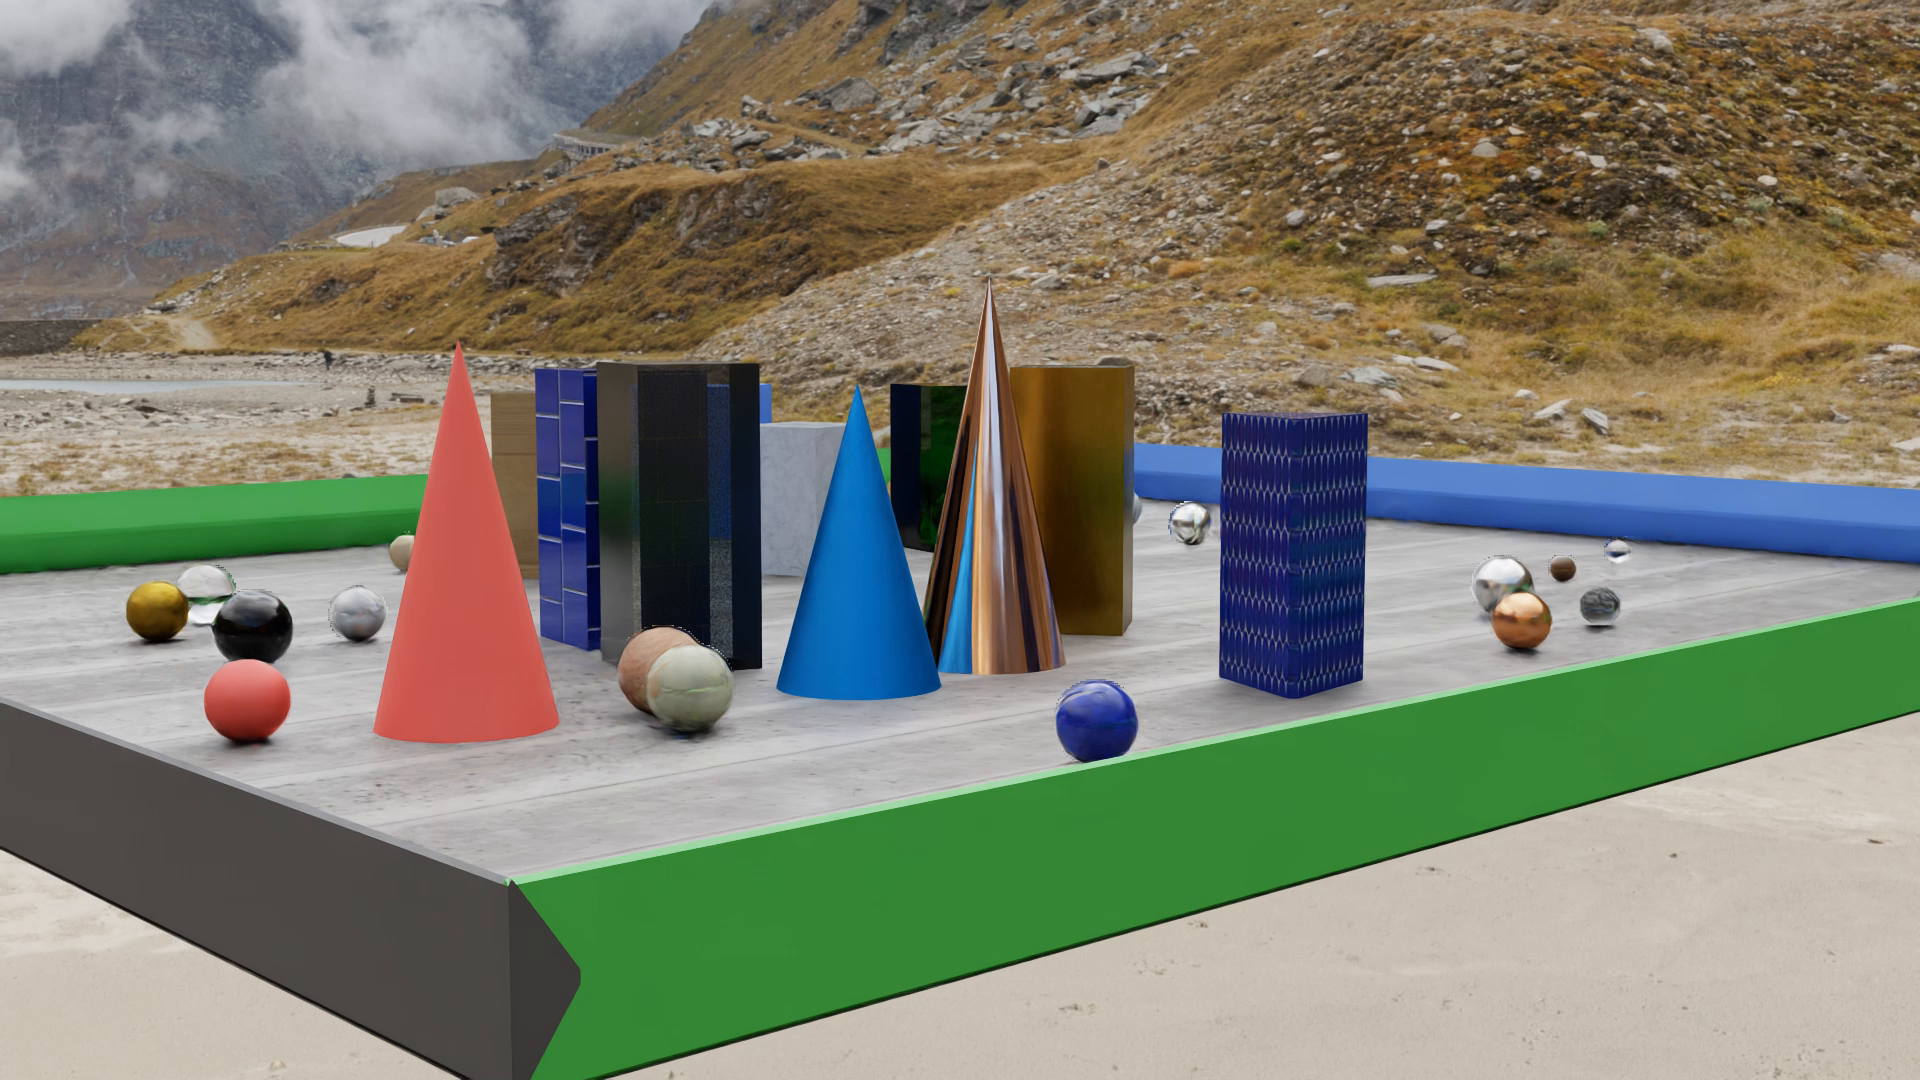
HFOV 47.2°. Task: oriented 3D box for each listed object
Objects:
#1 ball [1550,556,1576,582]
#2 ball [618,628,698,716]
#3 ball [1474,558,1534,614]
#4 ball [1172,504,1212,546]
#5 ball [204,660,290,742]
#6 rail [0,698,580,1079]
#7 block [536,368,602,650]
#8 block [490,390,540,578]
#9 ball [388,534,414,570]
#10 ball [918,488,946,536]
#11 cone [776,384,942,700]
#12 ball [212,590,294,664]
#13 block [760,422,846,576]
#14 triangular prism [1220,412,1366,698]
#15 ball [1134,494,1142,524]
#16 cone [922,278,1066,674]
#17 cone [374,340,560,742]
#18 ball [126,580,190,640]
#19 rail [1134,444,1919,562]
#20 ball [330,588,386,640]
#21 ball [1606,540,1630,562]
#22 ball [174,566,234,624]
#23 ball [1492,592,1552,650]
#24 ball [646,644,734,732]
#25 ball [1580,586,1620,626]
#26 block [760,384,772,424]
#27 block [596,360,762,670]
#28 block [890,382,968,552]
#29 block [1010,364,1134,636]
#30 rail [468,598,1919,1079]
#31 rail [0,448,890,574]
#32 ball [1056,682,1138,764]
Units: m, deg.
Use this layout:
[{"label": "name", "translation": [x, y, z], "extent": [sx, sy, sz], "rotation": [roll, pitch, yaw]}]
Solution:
[{"label": "ball", "translation": [0.991, 0.048, 3.614], "extent": [0.041, 0.041, 0.041], "rotation": [0, 6, 0]}, {"label": "ball", "translation": [-0.326, 0.145, 2.416], "extent": [0.098, 0.098, 0.098], "rotation": [0, 6, 0]}, {"label": "ball", "translation": [0.792, 0.069, 3.203], "extent": [0.086, 0.086, 0.086], "rotation": [0, 6, 0]}, {"label": "ball", "translation": [0.440, -0.029, 4.175], "extent": [0.079, 0.079, 0.079], "rotation": [0, 6, 0]}, {"label": "ball", "translation": [-0.736, 0.166, 2.272], "extent": [0.086, 0.086, 0.086], "rotation": [0, 6, 0]}, {"label": "rail", "translation": [-1.172, 0.146, 2.256], "extent": [0.045, 0.127, 2.769], "rotation": [-5, 8, -42]}, {"label": "block", "translation": [-0.466, -0.048, 2.973], "extent": [0.157, 0.366, 0.157], "rotation": [-4, 7, -34]}, {"label": "block", "translation": [-0.696, -0.097, 3.723], "extent": [0.157, 0.307, 0.157], "rotation": [0, 6, 0]}, {"label": "ball", "translation": [-0.945, 0.022, 3.764], "extent": [0.063, 0.063, 0.063], "rotation": [0, 6, 0]}, {"label": "ball", "translation": [-0.037, -0.055, 4.288], "extent": [0.094, 0.094, 0.094], "rotation": [0, 6, 0]}, {"label": "cone", "translation": [-0.120, -0.006, 2.597], "extent": [0.196, 0.361, 0.196], "rotation": [0, 6, 0]}, {"label": "ball", "translation": [-0.882, 0.112, 2.744], "extent": [0.096, 0.096, 0.096], "rotation": [0, 6, 0]}, {"label": "block", "translation": [-0.265, -0.073, 3.768], "extent": [0.157, 0.250, 0.157], "rotation": [4, 7, 32]}, {"label": "triangular prism", "translation": [0.376, 0.011, 2.622], "extent": [0.147, 0.322, 0.170], "rotation": [5, 8, 37]}, {"label": "ball", "translation": [0.338, -0.065, 4.534], "extent": [0.075, 0.075, 0.075], "rotation": [0, 6, 0]}, {"label": "cone", "translation": [0.037, -0.087, 2.767], "extent": [0.196, 0.486, 0.196], "rotation": [0, 6, 0]}, {"label": "cone", "translation": [-0.530, -0.007, 2.345], "extent": [0.196, 0.415, 0.196], "rotation": [0, 6, 0]}, {"label": "ball", "translation": [-1.083, 0.096, 2.968], "extent": [0.081, 0.081, 0.081], "rotation": [0, 6, 0]}, {"label": "rail", "translation": [1.172, -0.079, 4.408], "extent": [0.045, 0.127, 2.769], "rotation": [-5, 8, -42]}, {"label": "ball", "translation": [-0.812, 0.100, 2.969], "extent": [0.072, 0.072, 0.072], "rotation": [0, 6, 0]}, {"label": "ball", "translation": [1.163, 0.020, 3.884], "extent": [0.041, 0.041, 0.041], "rotation": [0, 6, 0]}, {"label": "ball", "translation": [-1.076, 0.077, 3.129], "extent": [0.084, 0.084, 0.084], "rotation": [0, 6, 0]}, {"label": "ball", "translation": [0.738, 0.106, 2.889], "extent": [0.076, 0.076, 0.076], "rotation": [0, 6, 0]}, {"label": "ball", "translation": [-0.286, 0.157, 2.328], "extent": [0.093, 0.093, 0.093], "rotation": [0, 6, 0]}, {"label": "ball", "translation": [0.904, 0.094, 3.106], "extent": [0.056, 0.056, 0.056], "rotation": [0, 6, 0]}, {"label": "block", "translation": [-0.478, -0.165, 4.425], "extent": [0.157, 0.296, 0.157], "rotation": [2, 6, 14]}, {"label": "block", "translation": [-0.352, -0.032, 2.756], "extent": [0.157, 0.379, 0.157], "rotation": [-3, 7, -27]}, {"label": "block", "translation": [-0.025, -0.140, 4.141], "extent": [0.157, 0.306, 0.157], "rotation": [-3, 7, -30]}, {"label": "block", "translation": [0.158, -0.060, 3.086], "extent": [0.157, 0.366, 0.157], "rotation": [1, 6, 9]}, {"label": "rail", "translation": [0.923, 0.137, 2.337], "extent": [3.238, 0.127, 0.045], "rotation": [-5, 8, -42]}, {"label": "rail", "translation": [-0.923, -0.071, 4.326], "extent": [3.238, 0.127, 0.045], "rotation": [-5, 8, -42]}, {"label": "ball", "translation": [0.134, 0.180, 2.158], "extent": [0.082, 0.082, 0.082], "rotation": [0, 6, 0]}]
